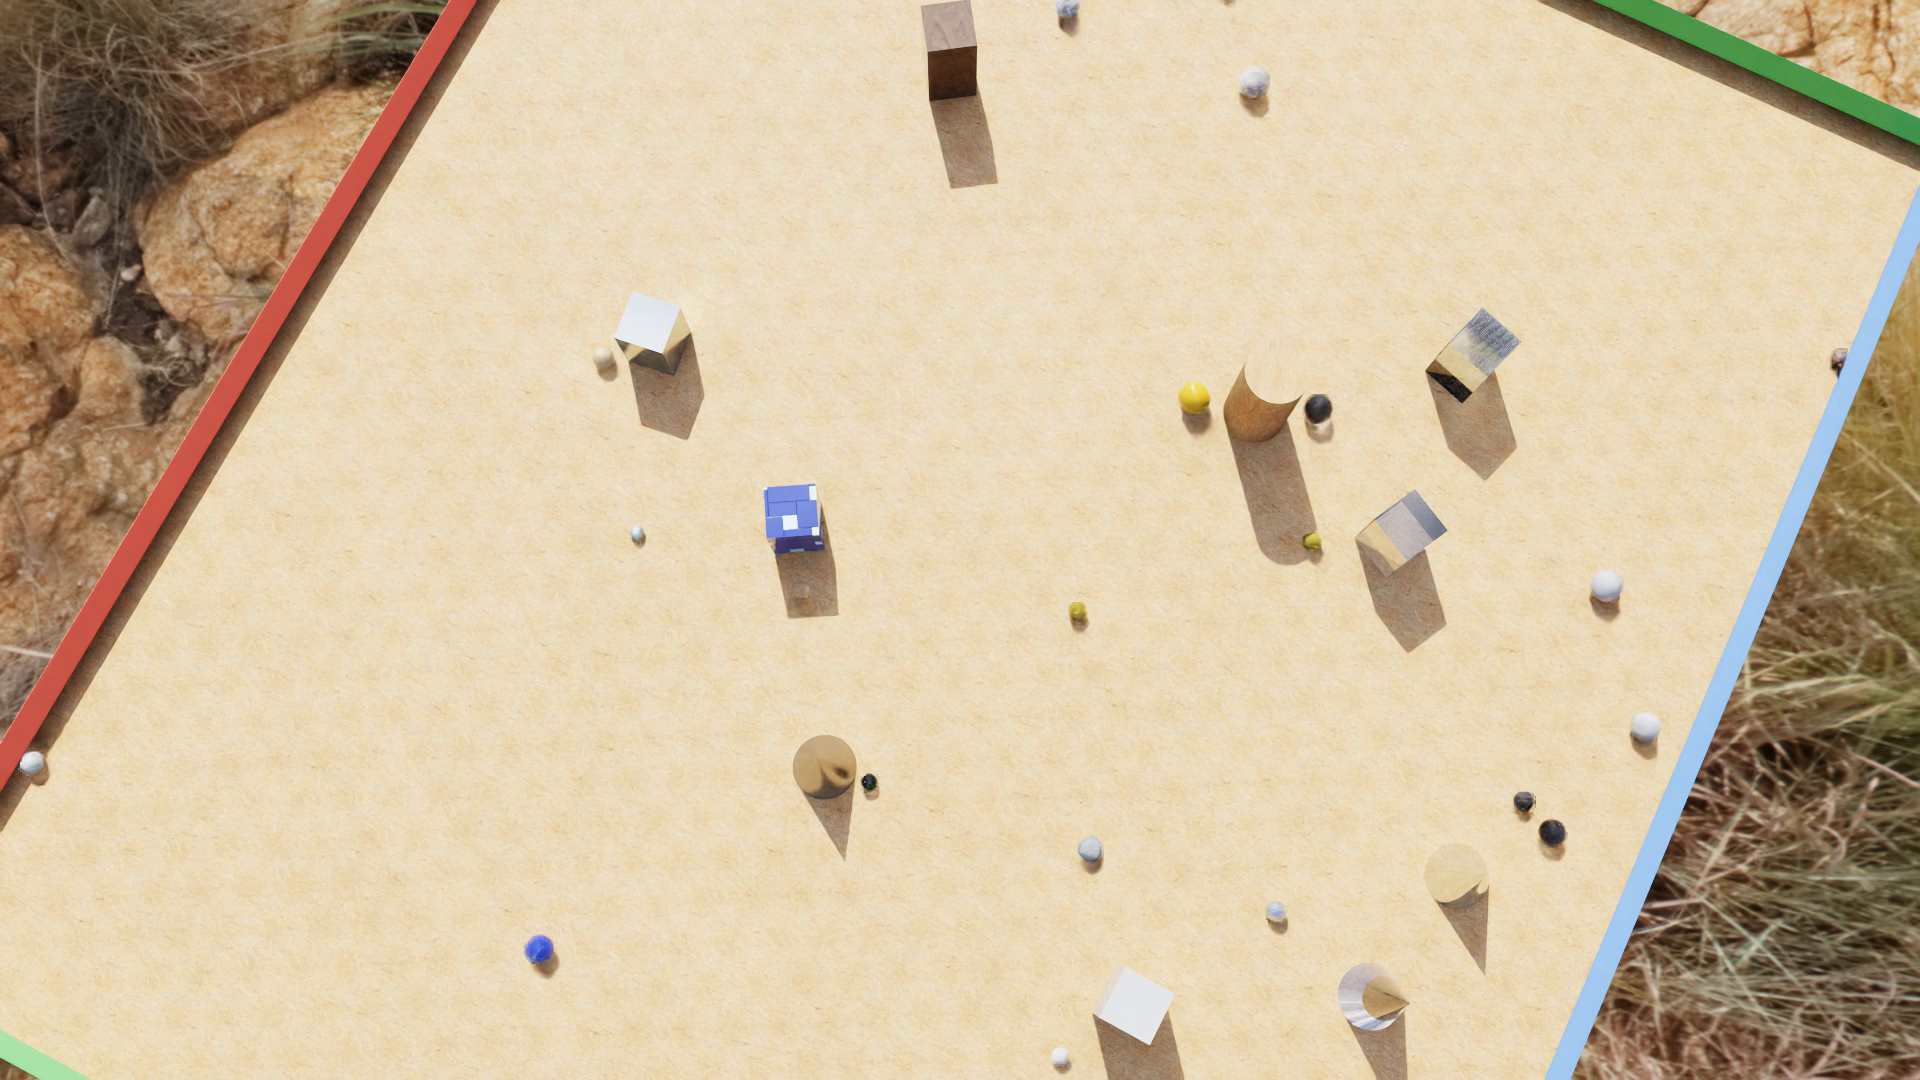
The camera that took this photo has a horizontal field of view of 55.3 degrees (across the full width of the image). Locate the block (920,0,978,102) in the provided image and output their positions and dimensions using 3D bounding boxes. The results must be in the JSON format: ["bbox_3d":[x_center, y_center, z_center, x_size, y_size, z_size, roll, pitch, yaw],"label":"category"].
[{"bbox_3d":[-0.034,-1.535,5.758,0.154,0.345,0.154,-8,78,-2],"label":"block"}]

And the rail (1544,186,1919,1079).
[{"bbox_3d":[1.982,0.977,5.349,0.045,0.125,5.115,26,80,5],"label":"rail"}]

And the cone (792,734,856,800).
[{"bbox_3d":[-0.404,0.646,5.318,0.193,0.323,0.193,0,78,0],"label":"cone"}]

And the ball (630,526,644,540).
[{"bbox_3d":[-0.987,-0.022,5.599,0.043,0.043,0.043,0,78,0],"label":"ball"}]

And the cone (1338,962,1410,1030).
[{"bbox_3d":[1.198,1.282,5.108,0.193,0.476,0.193,0,78,0],"label":"cone"}]

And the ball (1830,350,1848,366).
[{"bbox_3d":[2.740,-0.568,5.707,0.053,0.053,0.053,0,78,0],"label":"ball"}]

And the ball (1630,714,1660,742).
[{"bbox_3d":[2.042,0.558,5.458,0.084,0.084,0.084,0,78,0],"label":"ball"}]

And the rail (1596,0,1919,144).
[{"bbox_3d":[1.133,-2.213,6.009,4.480,0.125,0.045,26,80,5],"label":"rail"}]

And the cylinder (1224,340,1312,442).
[{"bbox_3d":[0.914,-0.440,5.482,0.193,0.441,0.193,0,78,0],"label":"cylinder"}]

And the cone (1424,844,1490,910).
[{"bbox_3d":[1.467,0.959,5.248,0.193,0.333,0.193,0,78,0],"label":"cone"}]

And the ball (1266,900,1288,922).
[{"bbox_3d":[0.927,1.085,5.360,0.063,0.063,0.063,0,78,0],"label":"ball"}]

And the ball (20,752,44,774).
[{"bbox_3d":[-2.758,0.661,5.446,0.066,0.066,0.066,0,78,0],"label":"ball"}]

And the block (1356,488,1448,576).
[{"bbox_3d":[1.317,-0.017,5.483,0.154,0.269,0.154,-35,80,-7],"label":"block"}]

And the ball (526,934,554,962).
[{"bbox_3d":[-1.222,1.188,5.329,0.082,0.082,0.082,0,78,0],"label":"ball"}]

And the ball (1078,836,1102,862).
[{"bbox_3d":[0.383,0.908,5.392,0.072,0.072,0.072,0,78,0],"label":"ball"}]

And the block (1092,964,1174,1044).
[{"bbox_3d":[0.488,1.313,5.191,0.154,0.302,0.154,28,80,5],"label":"block"}]

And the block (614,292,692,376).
[{"bbox_3d":[-0.940,-0.630,5.626,0.154,0.238,0.154,18,79,4],"label":"block"}]

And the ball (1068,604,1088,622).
[{"bbox_3d":[0.357,0.221,5.542,0.057,0.057,0.057,0,78,0],"label":"ball"}]

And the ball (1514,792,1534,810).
[{"bbox_3d":[1.669,0.773,5.427,0.058,0.058,0.058,0,78,0],"label":"ball"}]

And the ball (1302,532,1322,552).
[{"bbox_3d":[1.074,0.006,5.585,0.060,0.060,0.060,0,78,0],"label":"ball"}]

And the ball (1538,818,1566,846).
[{"bbox_3d":[1.745,0.861,5.398,0.079,0.079,0.079,0,78,0],"label":"ball"}]

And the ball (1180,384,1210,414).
[{"bbox_3d":[0.726,-0.436,5.657,0.096,0.096,0.096,0,78,0],"label":"ball"}]

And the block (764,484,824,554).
[{"bbox_3d":[-0.498,-0.062,5.511,0.154,0.231,0.154,-4,78,-1],"label":"block"}]

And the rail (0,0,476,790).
[{"bbox_3d":[-1.982,-0.964,5.751,0.045,0.125,5.115,26,80,5],"label":"rail"}]

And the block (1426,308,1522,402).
[{"bbox_3d":[1.561,-0.560,5.587,0.154,0.285,0.154,44,82,8],"label":"block"}]

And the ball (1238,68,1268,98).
[{"bbox_3d":[0.941,-1.464,5.872,0.093,0.093,0.093,0,78,0],"label":"ball"}]

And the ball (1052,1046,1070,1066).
[{"bbox_3d":[0.290,1.487,5.282,0.052,0.052,0.052,0,78,0],"label":"ball"}]

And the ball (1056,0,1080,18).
[{"bbox_3d":[0.348,-1.730,5.936,0.076,0.076,0.076,0,78,0],"label":"ball"}]

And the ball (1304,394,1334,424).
[{"bbox_3d":[1.107,-0.403,5.654,0.090,0.090,0.090,0,78,0],"label":"ball"}]

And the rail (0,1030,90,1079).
[{"bbox_3d":[-1.133,2.226,5.091,4.480,0.125,0.045,26,80,5],"label":"rail"}]

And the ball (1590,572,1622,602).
[{"bbox_3d":[1.954,0.141,5.541,0.091,0.091,0.091,0,78,0],"label":"ball"}]

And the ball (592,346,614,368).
[{"bbox_3d":[-1.109,-0.568,5.700,0.068,0.068,0.068,0,78,0],"label":"ball"}]

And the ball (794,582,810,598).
[{"bbox_3d":[-0.479,0.151,5.558,0.054,0.054,0.054,0,78,0],"label":"ball"}]

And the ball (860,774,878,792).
[{"bbox_3d":[-0.269,0.720,5.442,0.050,0.050,0.050,0,78,0],"label":"ball"}]
